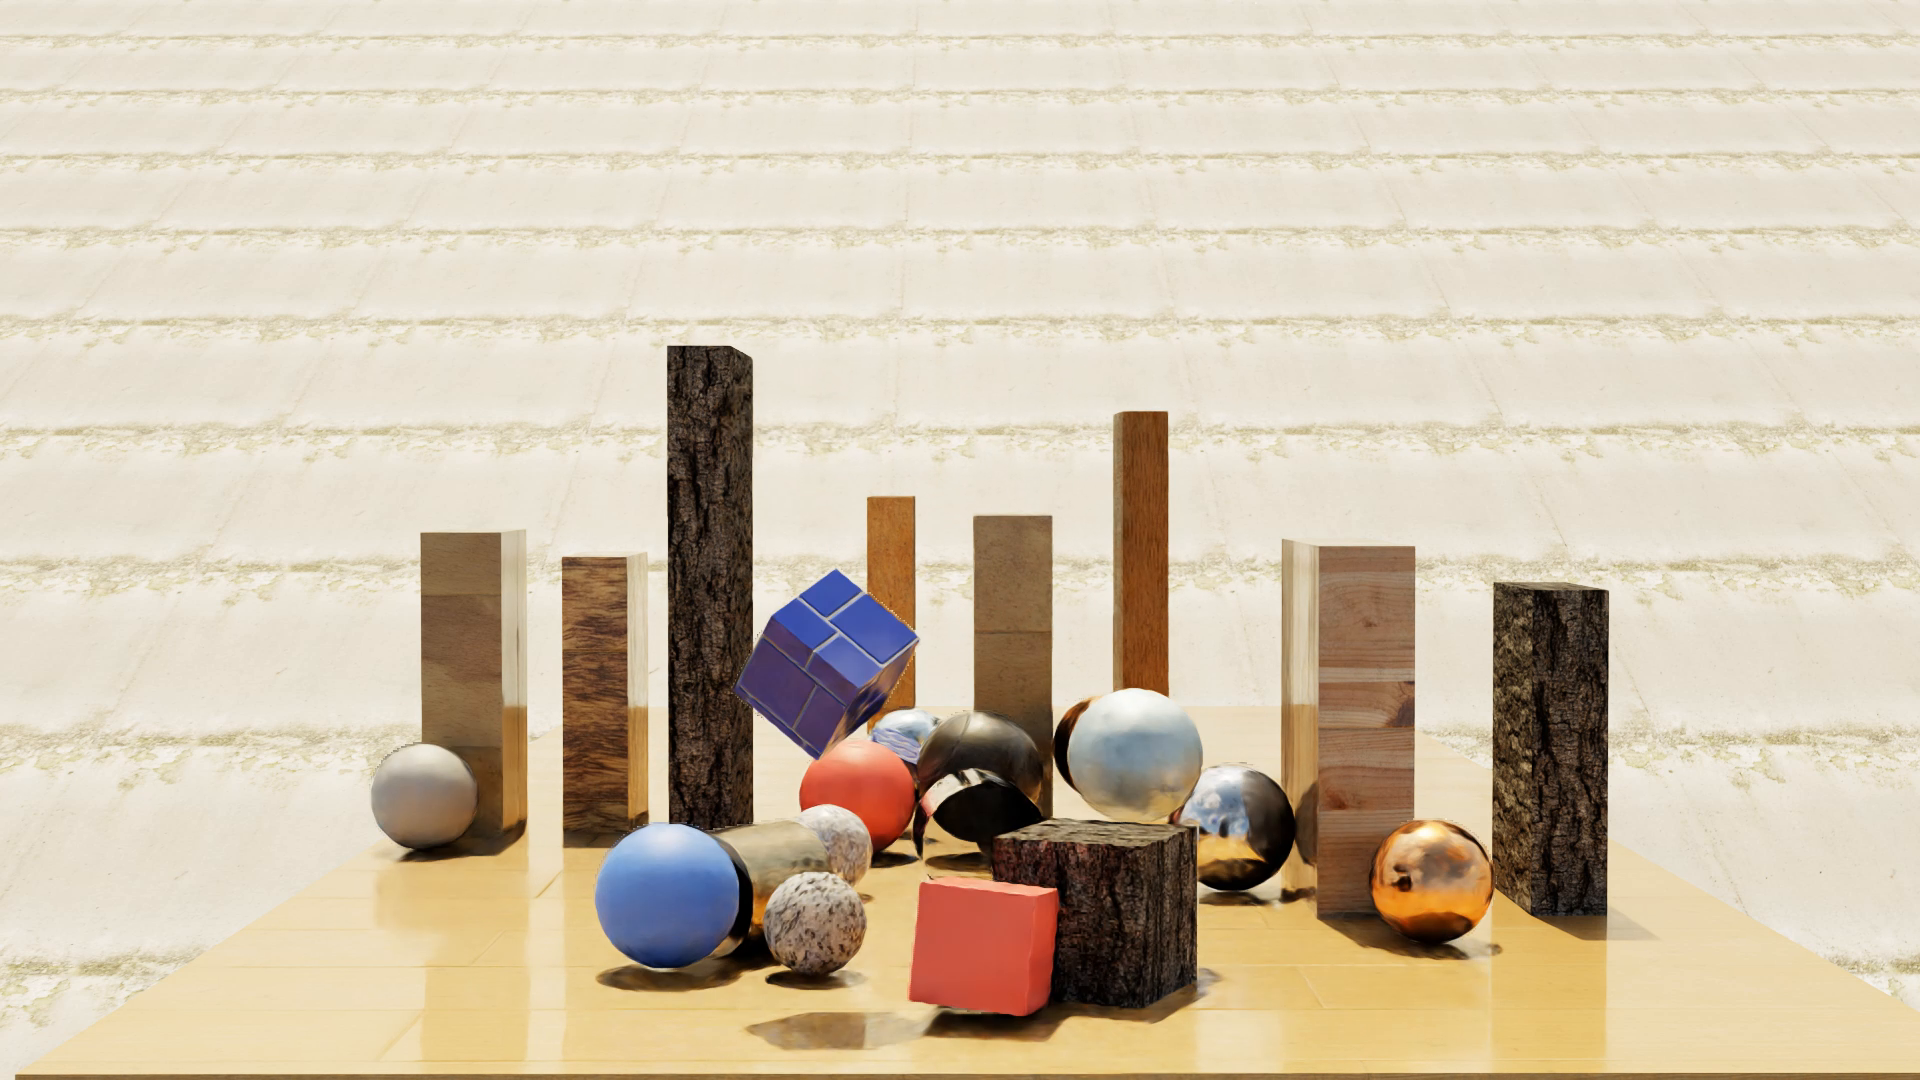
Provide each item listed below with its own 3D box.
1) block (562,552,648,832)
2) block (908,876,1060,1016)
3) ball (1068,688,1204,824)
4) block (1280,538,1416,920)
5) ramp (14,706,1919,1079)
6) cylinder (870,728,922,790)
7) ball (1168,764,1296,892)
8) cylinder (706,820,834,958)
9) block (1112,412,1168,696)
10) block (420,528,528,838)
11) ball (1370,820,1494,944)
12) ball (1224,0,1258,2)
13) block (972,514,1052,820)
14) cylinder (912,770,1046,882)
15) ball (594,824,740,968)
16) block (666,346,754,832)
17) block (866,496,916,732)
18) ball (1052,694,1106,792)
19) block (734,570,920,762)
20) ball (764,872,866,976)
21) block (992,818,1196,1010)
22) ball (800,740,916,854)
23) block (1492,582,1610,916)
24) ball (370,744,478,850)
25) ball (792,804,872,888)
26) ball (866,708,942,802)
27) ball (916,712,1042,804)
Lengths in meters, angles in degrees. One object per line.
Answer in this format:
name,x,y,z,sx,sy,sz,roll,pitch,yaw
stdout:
block,-0.606,0.252,4.419,0.109,0.457,0.284,0,2,0
block,0.028,0.444,2.830,0.128,0.128,0.128,5,-3,15
ball,0.214,0.264,3.156,0.165,0.165,0.165,0,26,0
block,0.541,0.252,3.631,0.129,0.498,0.393,0,2,0
ramp,0.058,0.527,4.564,2.000,0.100,4.000,0,2,0
cylinder,-0.120,0.387,4.291,0.107,0.107,0.107,26,16,-8
ball,0.386,0.409,3.674,0.182,0.182,0.182,0,26,0
cylinder,-0.265,0.436,3.231,0.153,0.153,0.153,20,13,35
block,0.357,0.105,5.111,0.088,0.713,0.310,0,2,0
block,-0.813,0.234,4.331,0.132,0.499,0.247,0,2,0
ball,0.598,0.433,3.270,0.156,0.156,0.156,0,26,0
ball,0.286,-0.637,2.609,0.183,0.183,0.183,0,26,0
block,0.085,0.221,4.274,0.126,0.527,0.243,0,2,0
cylinder,0.028,0.415,3.579,0.176,0.176,0.176,-2,2,-5
ball,-0.350,0.426,3.091,0.173,0.173,0.173,0,26,0
block,-0.401,0.091,4.179,0.097,0.791,0.434,0,2,0
block,-0.145,0.179,5.526,0.094,0.544,0.391,0,2,0
ball,0.233,0.332,4.118,0.169,0.169,0.169,0,26,0
block,-0.150,0.140,2.910,0.128,0.128,0.128,39,40,12
ball,-0.173,0.455,3.065,0.123,0.123,0.123,0,26,0
block,0.158,0.428,2.986,0.181,0.181,0.181,1,2,25
ball,-0.160,0.401,4.014,0.181,0.181,0.181,0,26,0
block,0.819,0.283,3.590,0.103,0.438,0.254,0,2,0
ball,-0.846,0.406,4.075,0.168,0.168,0.168,0,26,0
ball,-0.188,0.437,3.634,0.129,0.129,0.129,0,26,0
ball,-0.090,0.389,4.664,0.170,0.170,0.170,0,26,0
ball,0.031,0.369,4.057,0.199,0.199,0.199,0,26,0
